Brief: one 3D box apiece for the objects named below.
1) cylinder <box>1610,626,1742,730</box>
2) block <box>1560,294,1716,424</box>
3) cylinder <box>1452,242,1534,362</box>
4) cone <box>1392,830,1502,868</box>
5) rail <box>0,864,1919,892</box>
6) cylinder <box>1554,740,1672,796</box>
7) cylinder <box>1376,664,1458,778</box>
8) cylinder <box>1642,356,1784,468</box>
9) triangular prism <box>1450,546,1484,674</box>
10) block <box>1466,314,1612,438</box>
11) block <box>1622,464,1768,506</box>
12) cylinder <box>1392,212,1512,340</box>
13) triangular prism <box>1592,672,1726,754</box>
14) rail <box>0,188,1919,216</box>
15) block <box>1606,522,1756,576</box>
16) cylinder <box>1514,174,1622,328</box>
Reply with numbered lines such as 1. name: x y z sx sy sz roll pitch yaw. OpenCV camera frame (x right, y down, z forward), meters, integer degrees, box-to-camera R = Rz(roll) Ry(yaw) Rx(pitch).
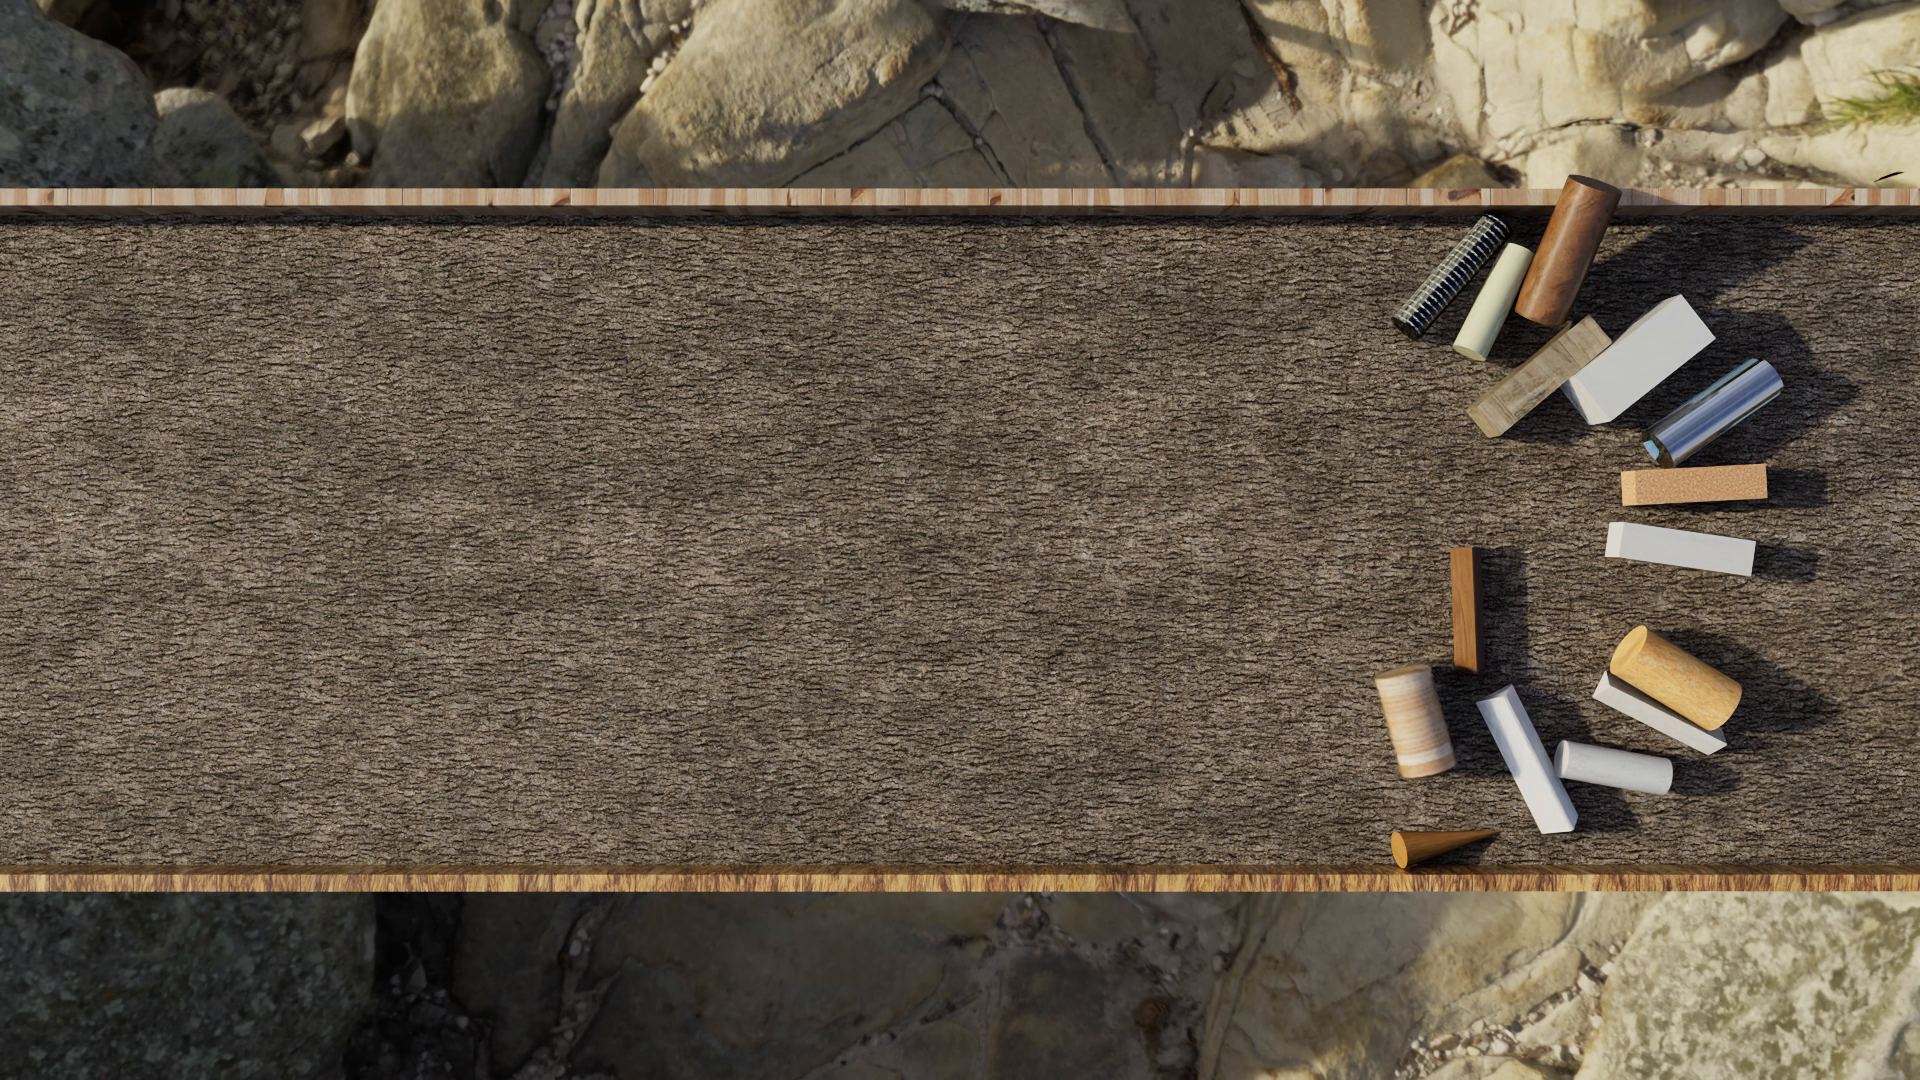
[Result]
1. cylinder: 2.164 0.418 4.991 0.331 0.172 0.172 31 90 0
2. block: 2.041 -0.542 4.993 0.399 0.168 0.168 -38 90 0
3. cylinder: 1.627 -0.724 5.023 0.107 0.107 0.347 26 90 0
4. cone: 1.506 0.919 5.049 0.346 0.111 0.111 -8 90 -9
5. rail: -2.247 1.025 5.001 12.000 0.150 0.050 0 90 0
6. cylinder: 1.987 0.693 5.019 0.318 0.114 0.114 10 90 0
7. cylinder: 1.381 0.546 4.994 0.166 0.166 0.307 -16 90 0
8. cylinder: 2.283 -0.386 5.007 0.401 0.139 0.139 -34 90 0
9. triangular prism: 1.561 0.213 5.035 0.091 0.079 0.383 -2 90 0
10. block: 1.760 -0.498 5.021 0.440 0.112 0.112 -40 90 0
11. block: 2.235 -0.168 5.024 0.395 0.104 0.104 -3 90 0
12. cylinder: 1.498 -0.804 5.024 0.106 0.106 0.430 42 90 0
13. triangular prism: 2.144 0.532 5.035 0.398 0.078 0.091 27 90 0
14. rail: -2.247 -1.025 5.002 12.000 0.150 0.050 0 90 0
15. block: 2.192 0.028 5.023 0.403 0.107 0.107 8 90 0
16. cylinder: 1.806 -0.859 4.910 0.161 0.161 0.418 15 117 0
